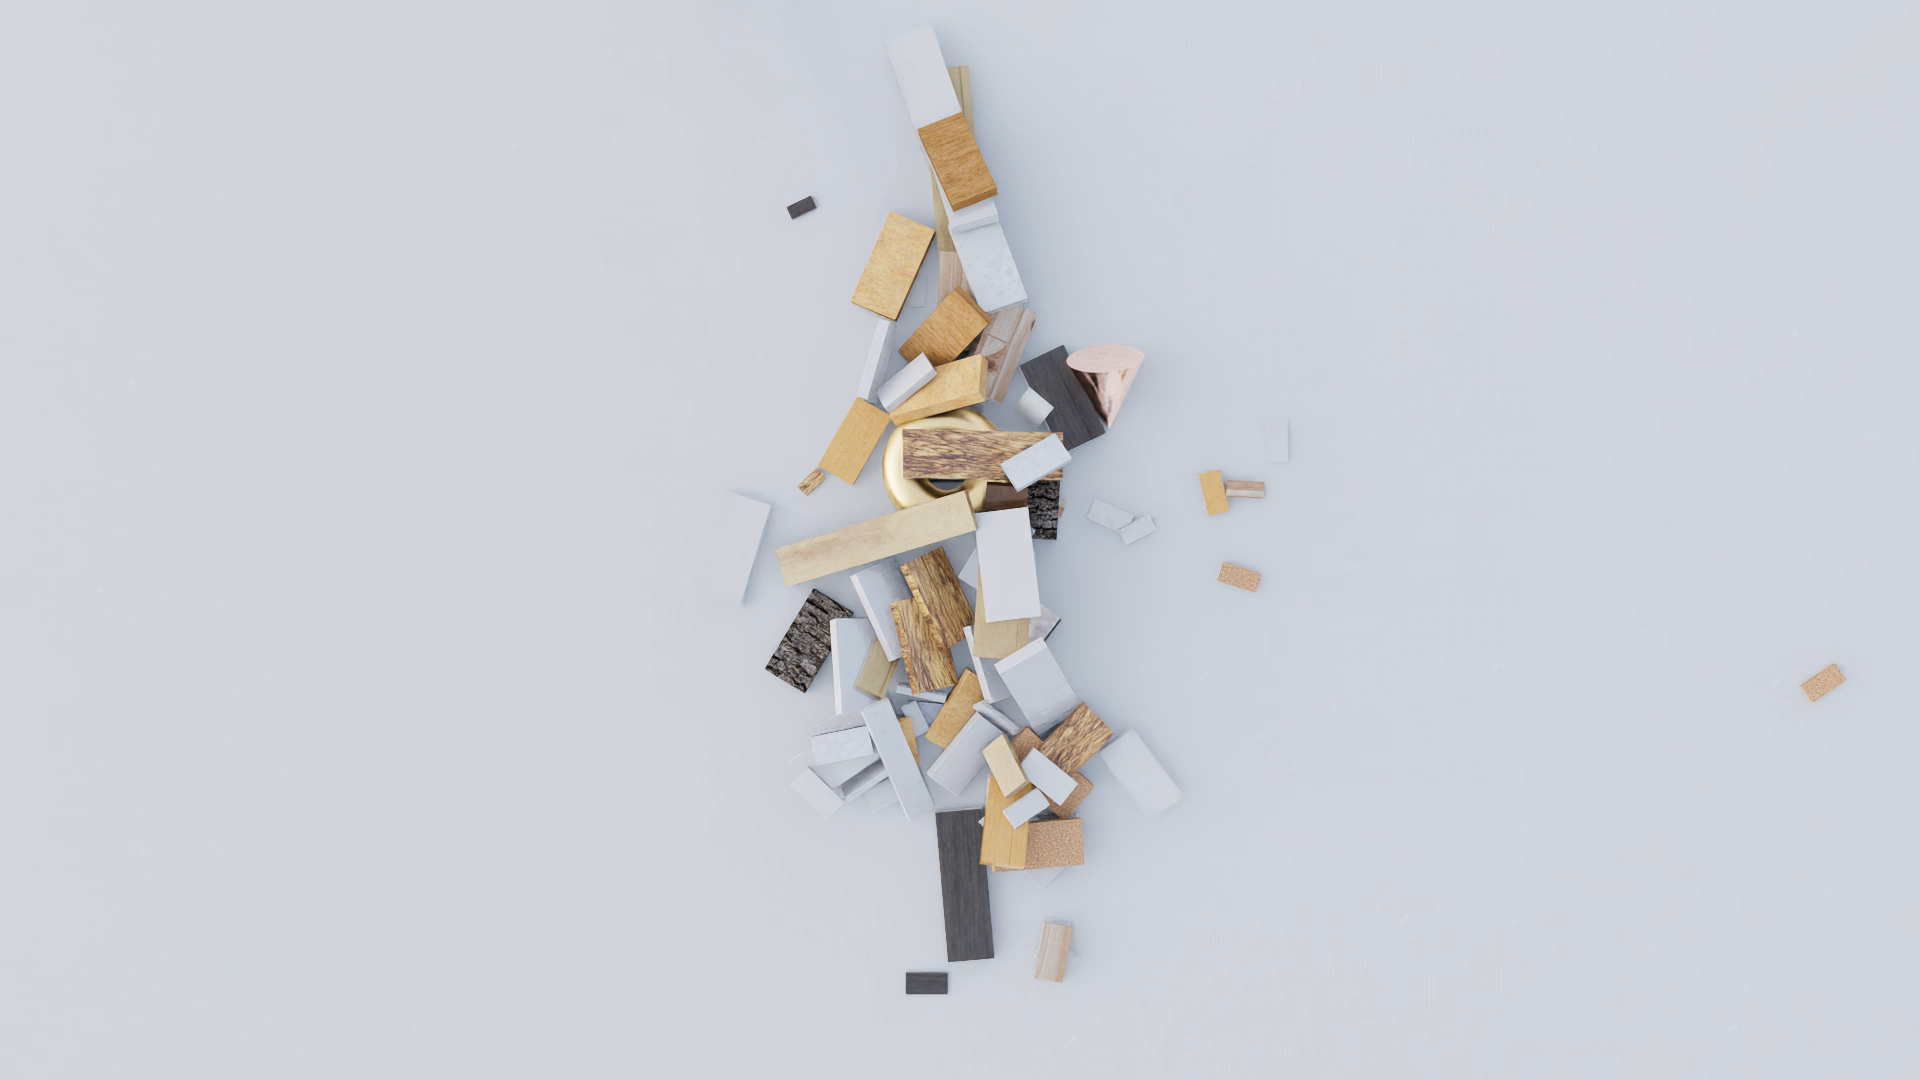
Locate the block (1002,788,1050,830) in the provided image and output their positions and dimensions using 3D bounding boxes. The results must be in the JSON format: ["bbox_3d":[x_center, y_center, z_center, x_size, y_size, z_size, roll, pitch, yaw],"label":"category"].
[{"bbox_3d":[0.215,0.872,5.360,0.140,0.020,0.070,-31,75,-18],"label":"block"}]

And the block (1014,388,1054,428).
[{"bbox_3d":[0.240,-0.431,5.397,0.102,0.204,0.029,40,78,0],"label":"block"}]

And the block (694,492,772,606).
[{"bbox_3d":[-0.753,0.030,5.478,0.155,0.044,0.351,17,90,0],"label":"block"}]

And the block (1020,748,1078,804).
[{"bbox_3d":[0.284,0.772,5.388,0.186,0.026,0.093,40,88,-5],"label":"block"}]

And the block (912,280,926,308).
[{"bbox_3d":[-0.138,-0.822,5.494,0.045,0.013,0.091,2,90,0],"label":"block"}]

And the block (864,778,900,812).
[{"bbox_3d":[-0.231,0.835,5.488,0.165,0.023,0.082,-24,90,0],"label":"block"}]

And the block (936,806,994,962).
[{"bbox_3d":[0.016,1.143,5.478,0.154,0.044,0.497,-5,90,0],"label":"block"}]

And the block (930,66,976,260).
[{"bbox_3d":[-0.018,-1.226,5.478,0.157,0.044,0.677,-5,90,0],"label":"block"}]

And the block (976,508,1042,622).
[{"bbox_3d":[0.153,0.080,5.301,0.175,0.050,0.351,-7,86,4],"label":"block"}]

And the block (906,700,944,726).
[{"bbox_3d":[-0.098,0.582,5.488,0.165,0.023,0.082,6,90,0],"label":"block"}]

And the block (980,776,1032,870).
[{"bbox_3d":[0.150,0.920,5.364,0.141,0.040,0.282,8,67,-4],"label":"block"}]

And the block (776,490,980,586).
[{"bbox_3d":[-0.276,-0.003,5.375,0.689,0.037,0.131,-17,90,18],"label":"block"}]

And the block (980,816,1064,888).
[{"bbox_3d":[0.220,0.991,5.456,0.151,0.043,0.302,-43,95,-7],"label":"block"}]

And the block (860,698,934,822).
[{"bbox_3d":[-0.203,0.721,5.413,0.095,0.027,0.418,-27,108,-18],"label":"block"}]

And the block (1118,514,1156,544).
[{"bbox_3d":[0.588,-0.035,5.478,0.114,0.016,0.057,-26,100,-9],"label":"block"}]

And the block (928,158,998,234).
[{"bbox_3d":[0.007,-1.162,5.382,0.157,0.044,0.313,-17,70,0],"label":"block"}]

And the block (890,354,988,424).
[{"bbox_3d":[-0.070,-0.490,5.370,0.328,0.046,0.162,-13,52,25],"label":"block"}]

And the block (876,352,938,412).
[{"bbox_3d":[-0.175,-0.515,5.394,0.204,0.102,0.029,-39,133,9],"label":"block"}]

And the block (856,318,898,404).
[{"bbox_3d":[-0.272,-0.586,5.432,0.037,0.131,0.263,16,90,10],"label":"block"}]

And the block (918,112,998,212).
[{"bbox_3d":[-0.008,-1.230,5.360,0.155,0.044,0.310,-22,71,-2],"label":"block"}]

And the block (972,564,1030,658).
[{"bbox_3d":[0.141,0.209,5.345,0.175,0.050,0.351,4,87,5],"label":"block"}]

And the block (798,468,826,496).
[{"bbox_3d":[-0.494,-0.194,5.494,0.091,0.013,0.045,-43,90,0],"label":"block"}]

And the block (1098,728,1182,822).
[{"bbox_3d":[0.600,0.778,5.480,0.141,0.040,0.282,-37,90,0],"label":"block"}]

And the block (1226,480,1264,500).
[{"bbox_3d":[0.948,-0.168,5.482,0.126,0.016,0.057,2,90,-9],"label":"block"}]

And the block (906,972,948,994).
[{"bbox_3d":[-0.111,1.475,5.490,0.140,0.020,0.070,0,90,0],"label":"block"}]

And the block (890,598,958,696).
[{"bbox_3d":[-0.117,0.342,5.422,0.154,0.044,0.308,-10,82,-32],"label":"block"}]

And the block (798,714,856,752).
[{"bbox_3d":[-0.366,0.648,5.478,0.309,0.044,0.154,-26,90,0],"label":"block"}]

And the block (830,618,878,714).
[{"bbox_3d":[-0.337,0.415,5.411,0.155,0.044,0.310,2,76,-30],"label":"block"}]

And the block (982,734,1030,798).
[{"bbox_3d":[0.149,0.738,5.379,0.093,0.026,0.186,-41,54,19],"label":"block"}]

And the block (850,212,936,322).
[{"bbox_3d":[-0.221,-0.906,5.470,0.162,0.046,0.325,24,90,5],"label":"block"}]

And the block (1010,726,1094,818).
[{"bbox_3d":[0.282,0.773,5.466,0.301,0.043,0.151,42,90,-5],"label":"block"}]

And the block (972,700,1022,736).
[{"bbox_3d":[0.121,0.589,5.445,0.172,0.054,0.015,39,52,-21],"label":"block"}]

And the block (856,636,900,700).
[{"bbox_3d":[-0.262,0.418,5.412,0.095,0.027,0.191,32,63,-20],"label":"block"}]

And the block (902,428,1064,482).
[{"bbox_3d":[0.073,-0.274,5.346,0.524,0.044,0.155,1,87,-9],"label":"block"}]

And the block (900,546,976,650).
[{"bbox_3d":[-0.063,0.192,5.441,0.154,0.044,0.308,-25,90,-32],"label":"block"}]

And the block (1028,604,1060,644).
[{"bbox_3d":[0.236,0.272,5.433,0.135,0.135,0.135,37,90,0],"label":"block"}]

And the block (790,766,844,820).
[{"bbox_3d":[-0.467,0.829,5.401,0.165,0.023,0.082,44,90,0],"label":"block"}]
